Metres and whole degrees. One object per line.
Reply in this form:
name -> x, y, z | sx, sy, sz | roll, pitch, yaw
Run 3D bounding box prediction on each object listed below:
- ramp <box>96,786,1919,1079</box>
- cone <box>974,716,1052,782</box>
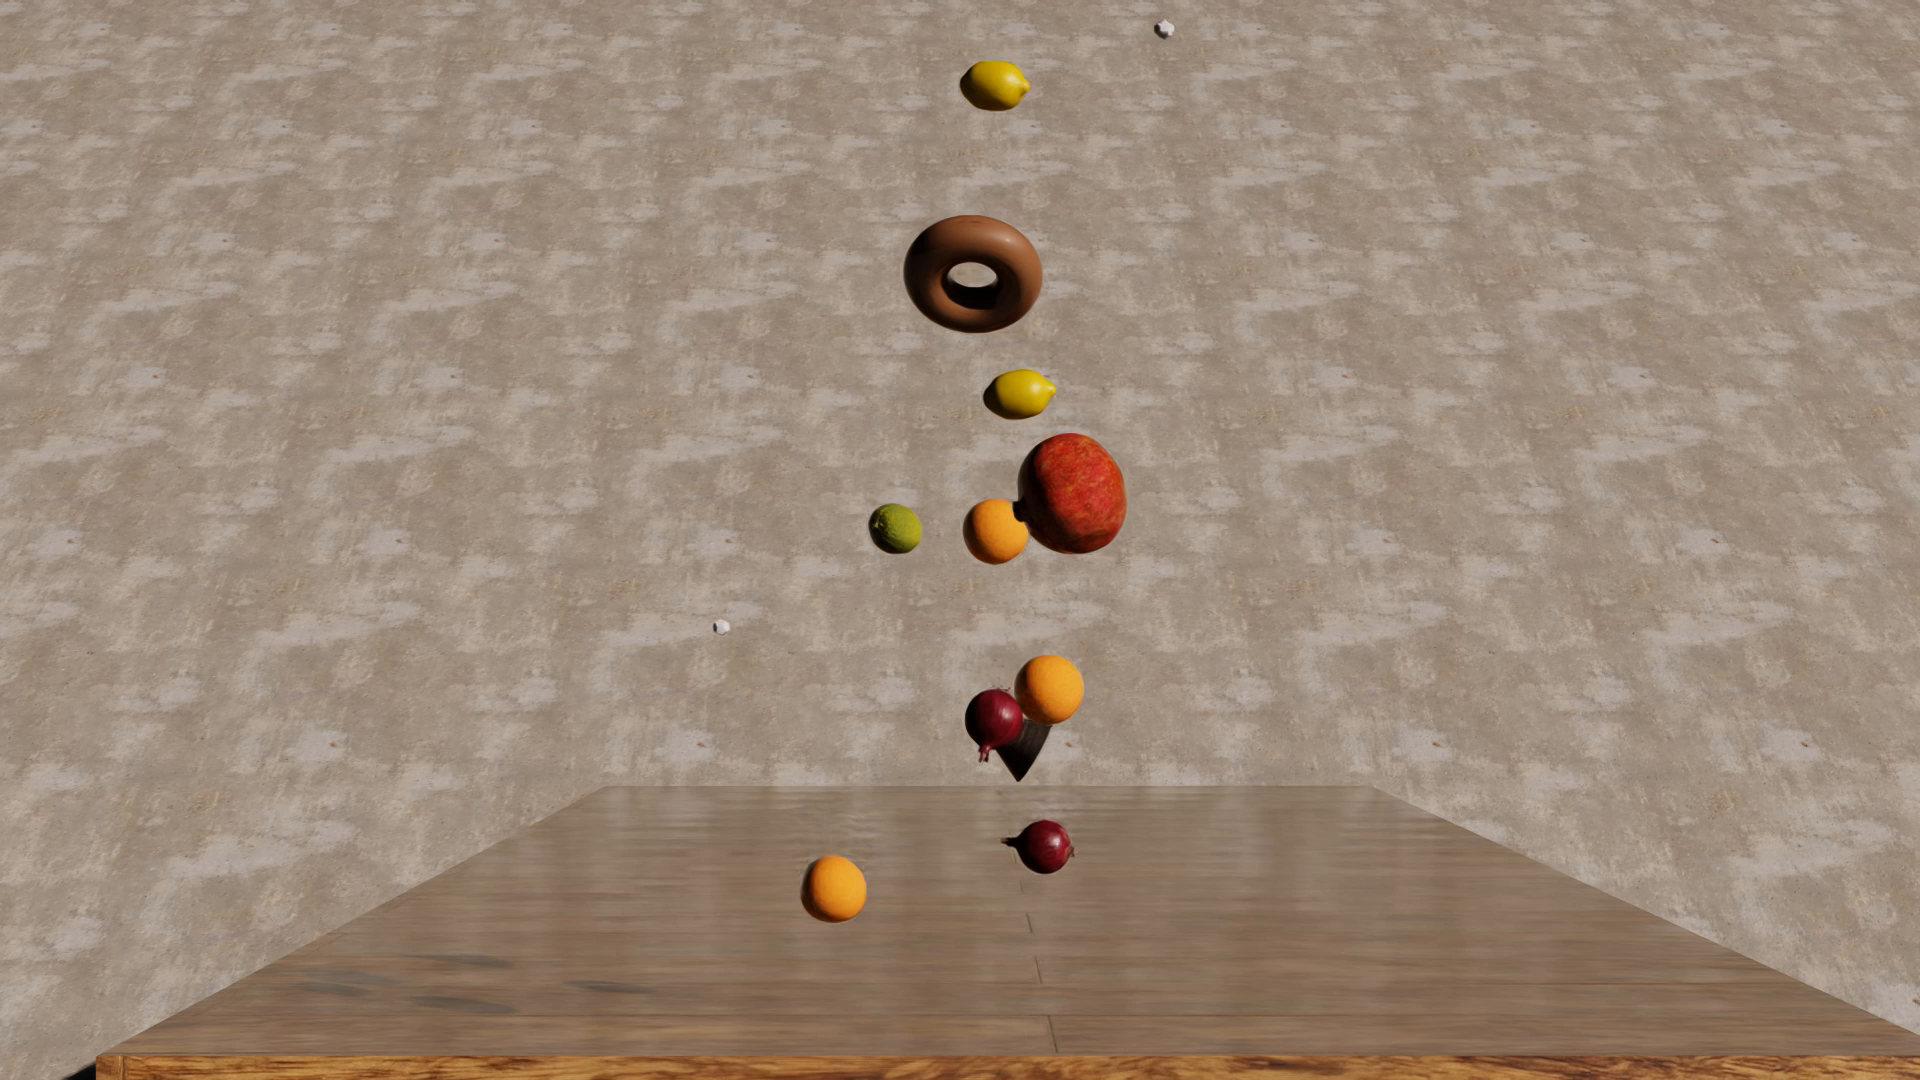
ramp -> 0.074, 0.647, 4.776 | 2.000, 0.100, 4.000 | 0, -1, 0
cone -> 0.050, 0.221, 2.969 | 0.082, 0.082, 0.082 | 30, 36, -4
